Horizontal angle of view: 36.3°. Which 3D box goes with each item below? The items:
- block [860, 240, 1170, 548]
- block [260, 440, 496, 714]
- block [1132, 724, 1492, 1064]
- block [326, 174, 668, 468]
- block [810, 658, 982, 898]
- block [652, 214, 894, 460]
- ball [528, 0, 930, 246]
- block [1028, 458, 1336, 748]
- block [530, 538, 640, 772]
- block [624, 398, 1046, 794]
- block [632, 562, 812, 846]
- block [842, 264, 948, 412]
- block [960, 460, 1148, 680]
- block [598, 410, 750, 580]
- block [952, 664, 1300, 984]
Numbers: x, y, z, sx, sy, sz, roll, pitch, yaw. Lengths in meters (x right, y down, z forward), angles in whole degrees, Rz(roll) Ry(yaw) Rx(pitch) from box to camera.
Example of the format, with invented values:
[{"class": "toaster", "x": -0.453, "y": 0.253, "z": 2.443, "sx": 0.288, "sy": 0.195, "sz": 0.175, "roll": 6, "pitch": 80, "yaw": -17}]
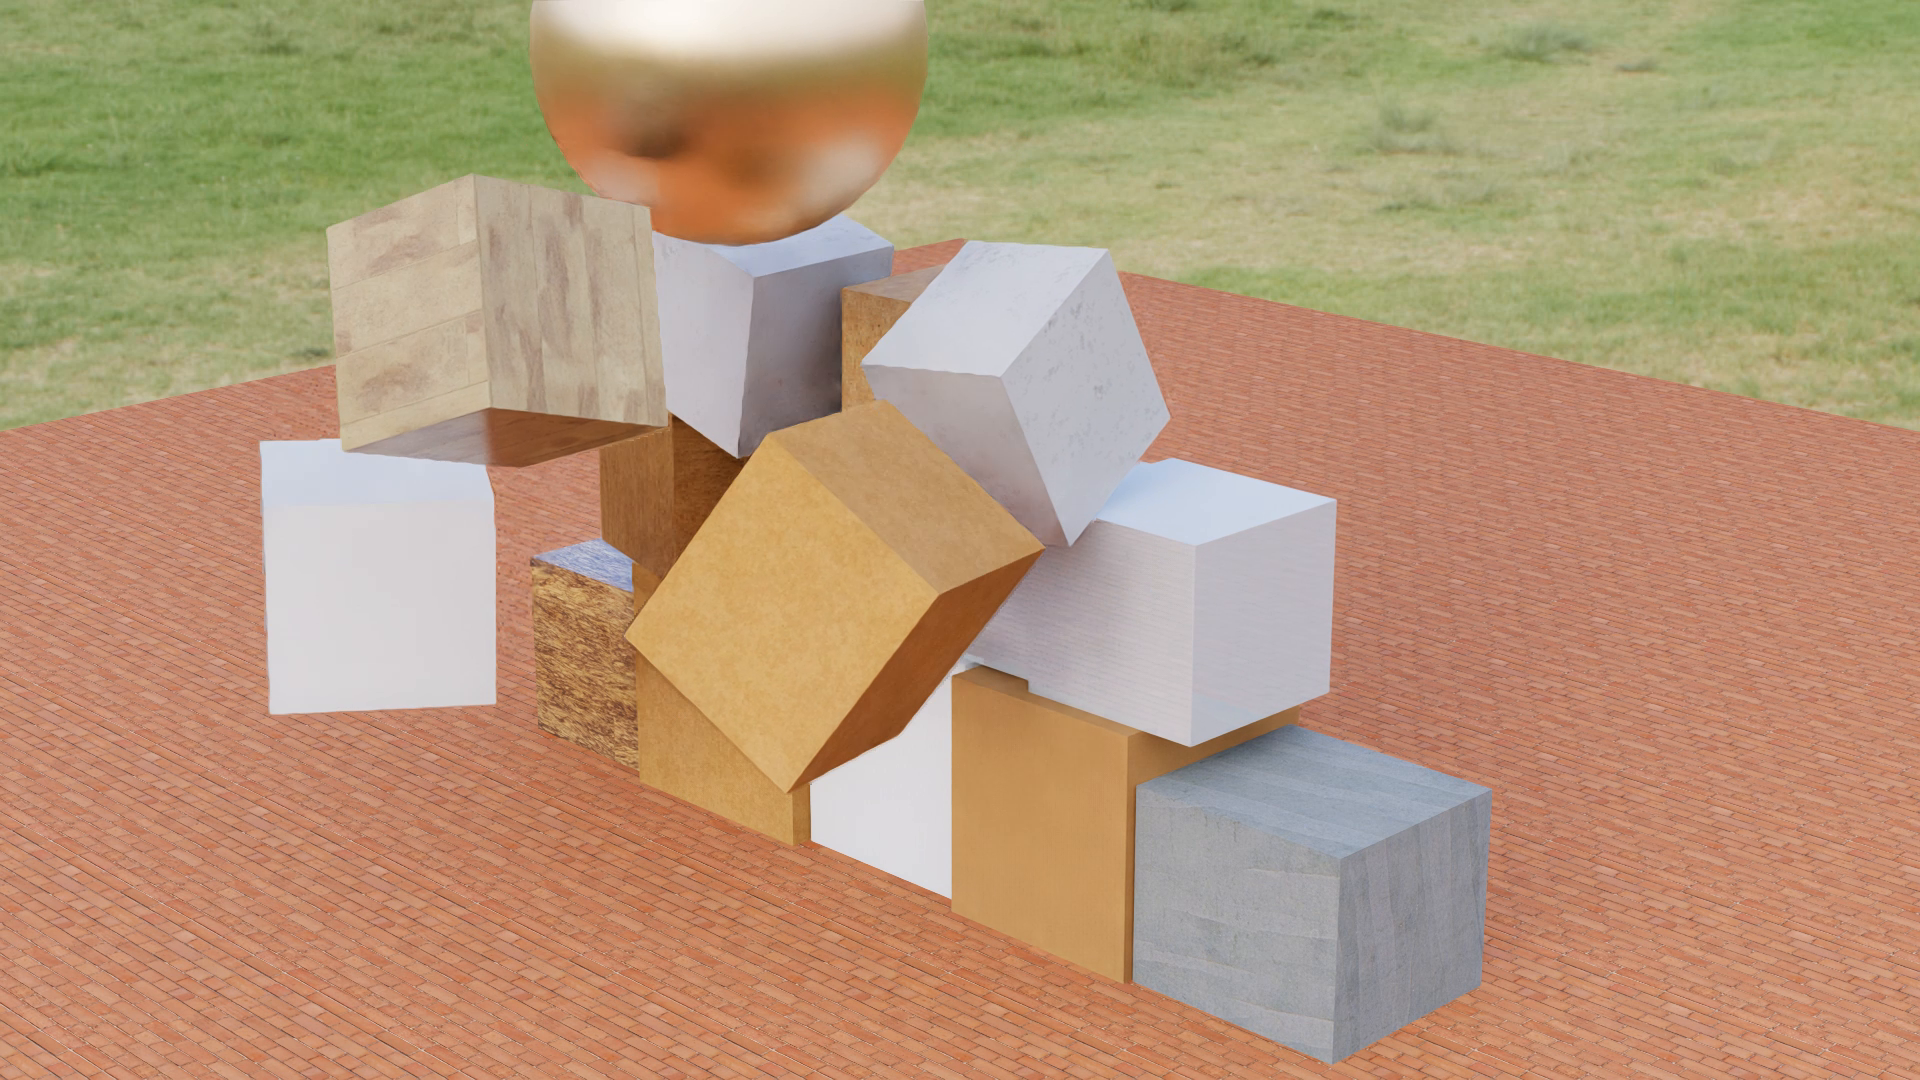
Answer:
[{"class": "block", "x": 0.242, "y": -0.615, "z": 12.136, "sx": 0.717, "sy": 0.881, "sz": 0.849, "roll": 8, "pitch": 45, "yaw": 37}, {"class": "block", "x": -2.528, "y": 0.133, "z": 12.706, "sx": 0.940, "sy": 0.916, "sz": 0.949, "roll": -2, "pitch": 19, "yaw": -13}, {"class": "block", "x": 1.464, "y": 1.448, "z": 12.251, "sx": 1.011, "sy": 0.892, "sz": 1.065, "roll": -17, "pitch": 24, "yaw": -42}, {"class": "block", "x": -1.687, "y": -0.774, "z": 10.694, "sx": 0.805, "sy": 0.831, "sz": 0.855, "roll": -13, "pitch": -11, "yaw": 39}, {"class": "block", "x": 0.003, "y": 0.879, "z": 13.643, "sx": 0.969, "sy": 1.143, "sz": 1.024, "roll": -17, "pitch": 24, "yaw": -42}, {"class": "block", "x": -0.898, "y": -1.018, "z": 13.448, "sx": 0.795, "sy": 0.899, "sz": 0.770, "roll": -18, "pitch": 38, "yaw": -38}, {"class": "ball", "x": -0.923, "y": -1.979, "z": 11.752, "sx": 1.600, "sy": 1.600, "sz": 1.600, "roll": 0, "pitch": 17, "yaw": 0}, {"class": "block", "x": 0.936, "y": 0.241, "z": 12.415, "sx": 0.905, "sy": 0.859, "sz": 0.913, "roll": -17, "pitch": 24, "yaw": -42}, {"class": "block", "x": -1.515, "y": 0.526, "z": 15.102, "sx": 0.983, "sy": 0.940, "sz": 0.925, "roll": -17, "pitch": 24, "yaw": -42}, {"class": "block", "x": -0.462, "y": 0.192, "z": 11.014, "sx": 0.860, "sy": 1.017, "sz": 0.937, "roll": 43, "pitch": 25, "yaw": 12}, {"class": "block", "x": -0.770, "y": 0.648, "z": 14.378, "sx": 1.174, "sy": 1.142, "sz": 1.138, "roll": -17, "pitch": 24, "yaw": -42}, {"class": "block", "x": 0.019, "y": -0.756, "z": 13.058, "sx": 0.759, "sy": 0.761, "sz": 0.776, "roll": 15, "pitch": 23, "yaw": 39}, {"class": "block", "x": 0.279, "y": 0.045, "z": 13.083, "sx": 0.846, "sy": 0.784, "sz": 0.998, "roll": -17, "pitch": 24, "yaw": -42}, {"class": "block", "x": -1.133, "y": -0.379, "z": 14.269, "sx": 0.971, "sy": 0.882, "sz": 0.875, "roll": -10, "pitch": 20, "yaw": -29}, {"class": "block", "x": 0.726, "y": 1.112, "z": 12.940, "sx": 1.131, "sy": 1.119, "sz": 1.029, "roll": -17, "pitch": 24, "yaw": -42}]
